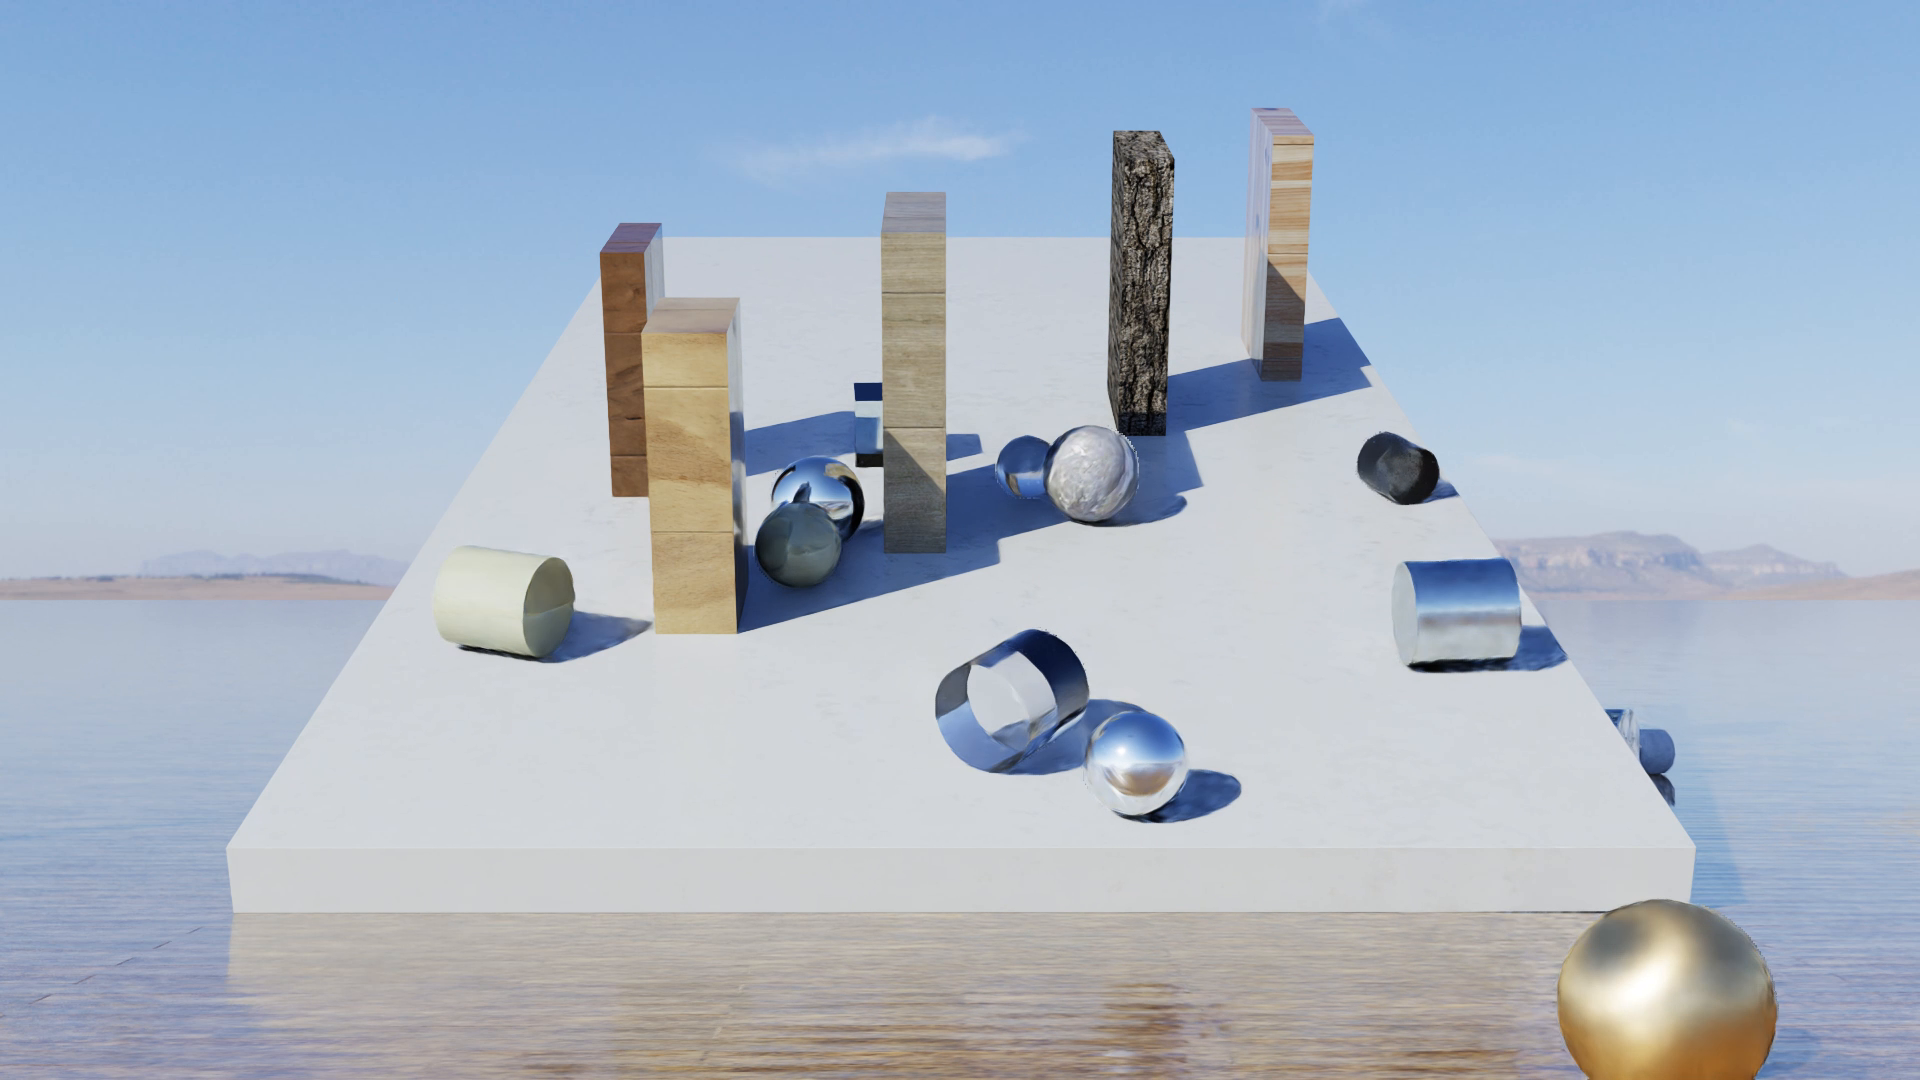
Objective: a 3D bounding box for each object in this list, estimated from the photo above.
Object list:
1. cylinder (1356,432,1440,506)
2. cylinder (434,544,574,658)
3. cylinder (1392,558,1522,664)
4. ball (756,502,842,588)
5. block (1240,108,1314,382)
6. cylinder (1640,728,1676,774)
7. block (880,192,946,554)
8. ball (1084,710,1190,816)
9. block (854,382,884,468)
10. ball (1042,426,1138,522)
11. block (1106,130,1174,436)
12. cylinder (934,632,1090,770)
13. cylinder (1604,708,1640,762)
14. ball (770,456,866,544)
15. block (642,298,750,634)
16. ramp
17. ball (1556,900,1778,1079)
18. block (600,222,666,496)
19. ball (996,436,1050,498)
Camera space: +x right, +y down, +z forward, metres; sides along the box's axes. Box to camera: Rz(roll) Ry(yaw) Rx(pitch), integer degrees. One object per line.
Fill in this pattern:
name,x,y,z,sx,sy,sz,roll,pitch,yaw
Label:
cylinder,0.868,-0.142,4.482,0.117,0.117,0.117,1,18,-22
cylinder,-0.749,0.100,3.718,0.166,0.166,0.166,7,1,19
cylinder,0.802,0.115,3.662,0.167,0.167,0.167,-2,-1,-3
ball,-0.286,0.009,3.998,0.152,0.152,0.152,0,-1,0
block,0.755,-0.713,5.406,0.093,0.576,0.408,0,20,0
cylinder,1.652,0.513,5.478,0.111,0.111,0.111,1,-2,-27
block,-0.083,-0.322,4.264,0.115,0.600,0.384,0,20,0
ball,0.247,0.311,3.155,0.147,0.147,0.147,0,-1,0
block,-0.149,-0.242,4.722,0.143,0.143,0.143,-1,20,-4
ball,0.250,-0.128,4.339,0.185,0.185,0.185,0,-1,0
block,0.394,-0.570,4.965,0.103,0.599,0.371,0,20,0
cylinder,0.077,0.236,3.338,0.165,0.165,0.165,-1,12,36
cylinder,1.459,0.476,5.223,0.174,0.174,0.174,-1,-2,35
ball,-0.264,-0.068,4.181,0.176,0.176,0.176,0,-1,0
block,-0.444,-0.128,3.833,0.137,0.521,0.247,0,20,0
ramp,-0.005,-0.202,4.974,2.000,0.100,4.000,0,20,0
ball,0.597,0.395,1.914,0.179,0.179,0.179,0,-1,0
block,-0.649,-0.365,4.543,0.085,0.493,0.284,0,20,0
ball,0.135,-0.145,4.475,0.125,0.125,0.125,0,-1,0
